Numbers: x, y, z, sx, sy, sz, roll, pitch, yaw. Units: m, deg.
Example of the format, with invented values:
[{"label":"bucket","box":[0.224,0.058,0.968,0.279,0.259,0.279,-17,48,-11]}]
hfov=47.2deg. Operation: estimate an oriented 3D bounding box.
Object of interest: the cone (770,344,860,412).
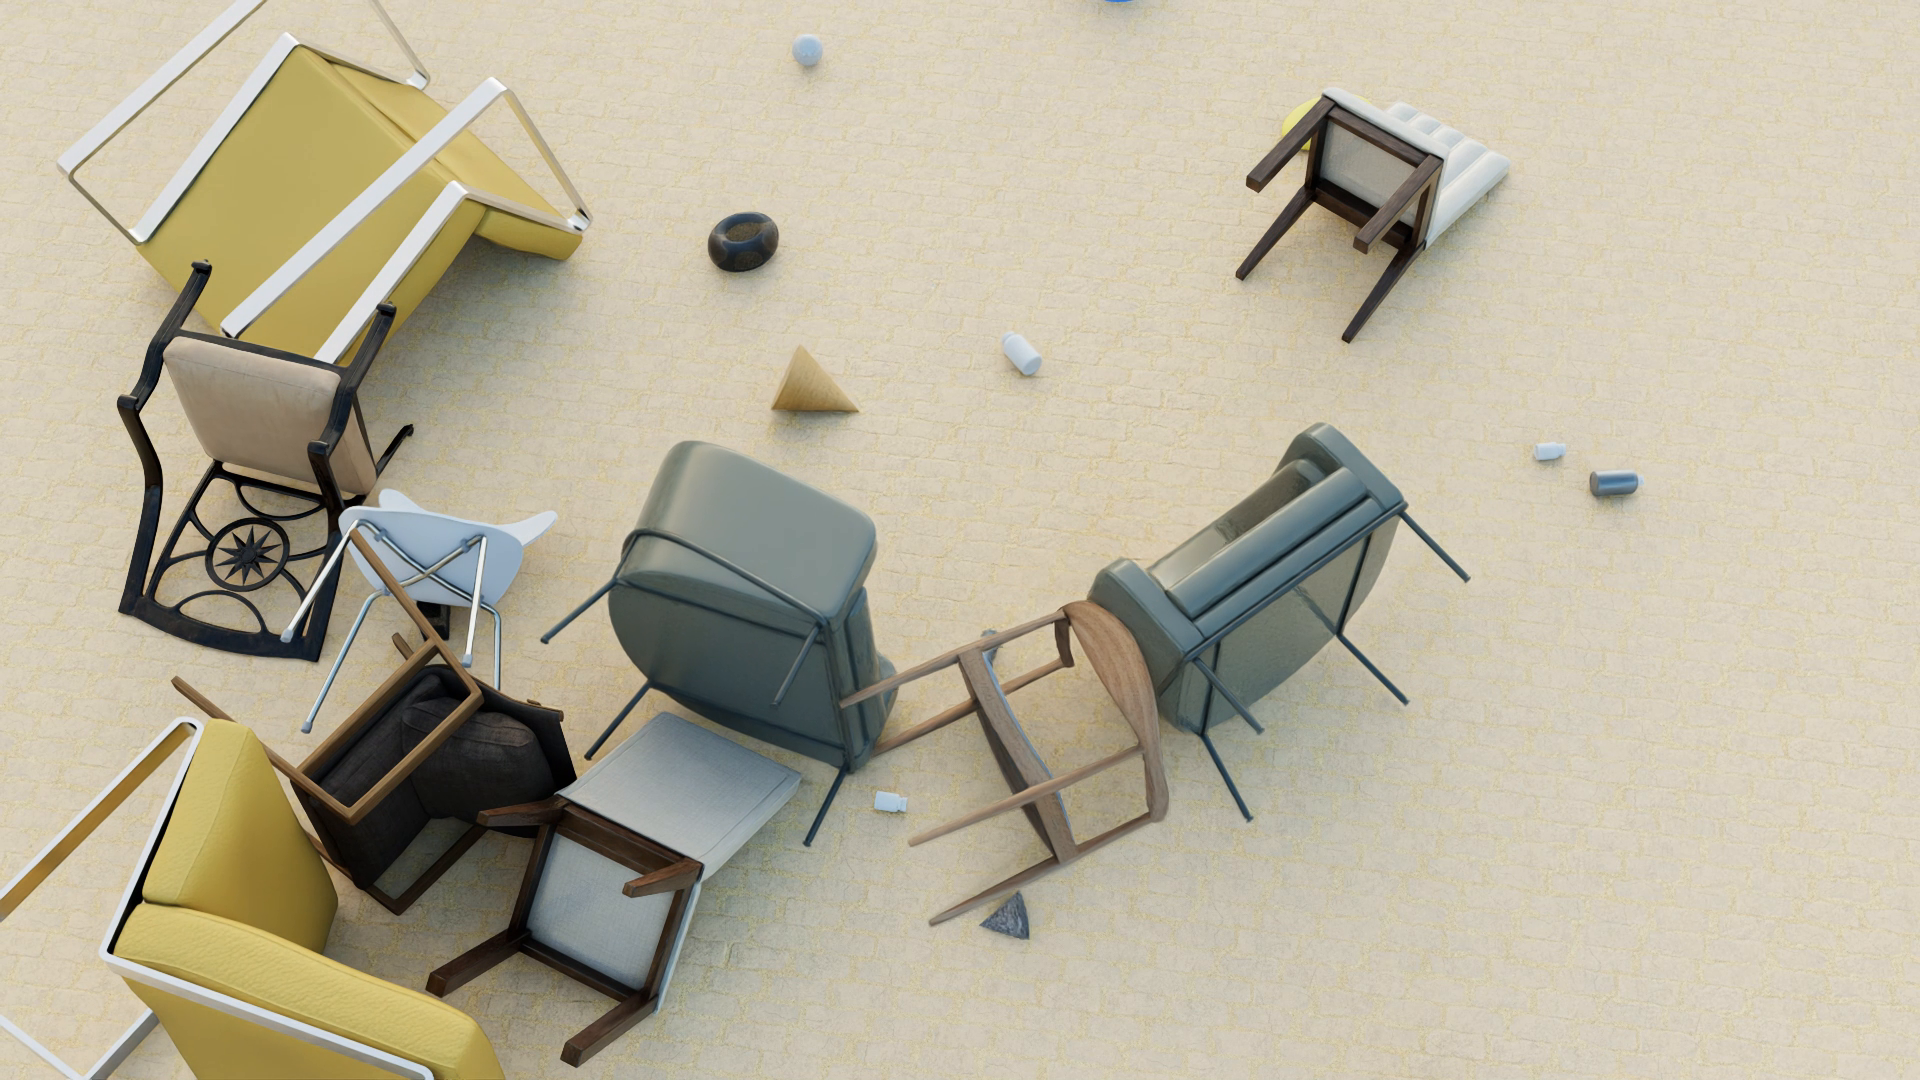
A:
[{"label":"cone","box":[-0.425,-0.452,6.820,0.256,0.199,0.256,25,44,-9]}]

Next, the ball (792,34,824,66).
[{"label":"ball","box":[-0.531,-1.707,7.652,0.112,0.112,0.112,0,56,0]}]

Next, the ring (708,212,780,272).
[{"label":"ring","box":[-0.704,-0.970,7.150,0.244,0.127,0.186,-24,57,-17]}]

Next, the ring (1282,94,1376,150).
[{"label":"ring","box":[1.256,-1.425,7.495,0.352,0.060,0.218,-23,60,-15]}]

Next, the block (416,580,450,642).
[{"label":"block","box":[-1.523,0.207,6.359,0.070,0.126,0.124,-4,56,-3]}]

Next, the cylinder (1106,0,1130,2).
[{"label":"cylinder","box":[0.568,-2.099,7.888,0.298,0.157,0.318,1,56,1]}]
